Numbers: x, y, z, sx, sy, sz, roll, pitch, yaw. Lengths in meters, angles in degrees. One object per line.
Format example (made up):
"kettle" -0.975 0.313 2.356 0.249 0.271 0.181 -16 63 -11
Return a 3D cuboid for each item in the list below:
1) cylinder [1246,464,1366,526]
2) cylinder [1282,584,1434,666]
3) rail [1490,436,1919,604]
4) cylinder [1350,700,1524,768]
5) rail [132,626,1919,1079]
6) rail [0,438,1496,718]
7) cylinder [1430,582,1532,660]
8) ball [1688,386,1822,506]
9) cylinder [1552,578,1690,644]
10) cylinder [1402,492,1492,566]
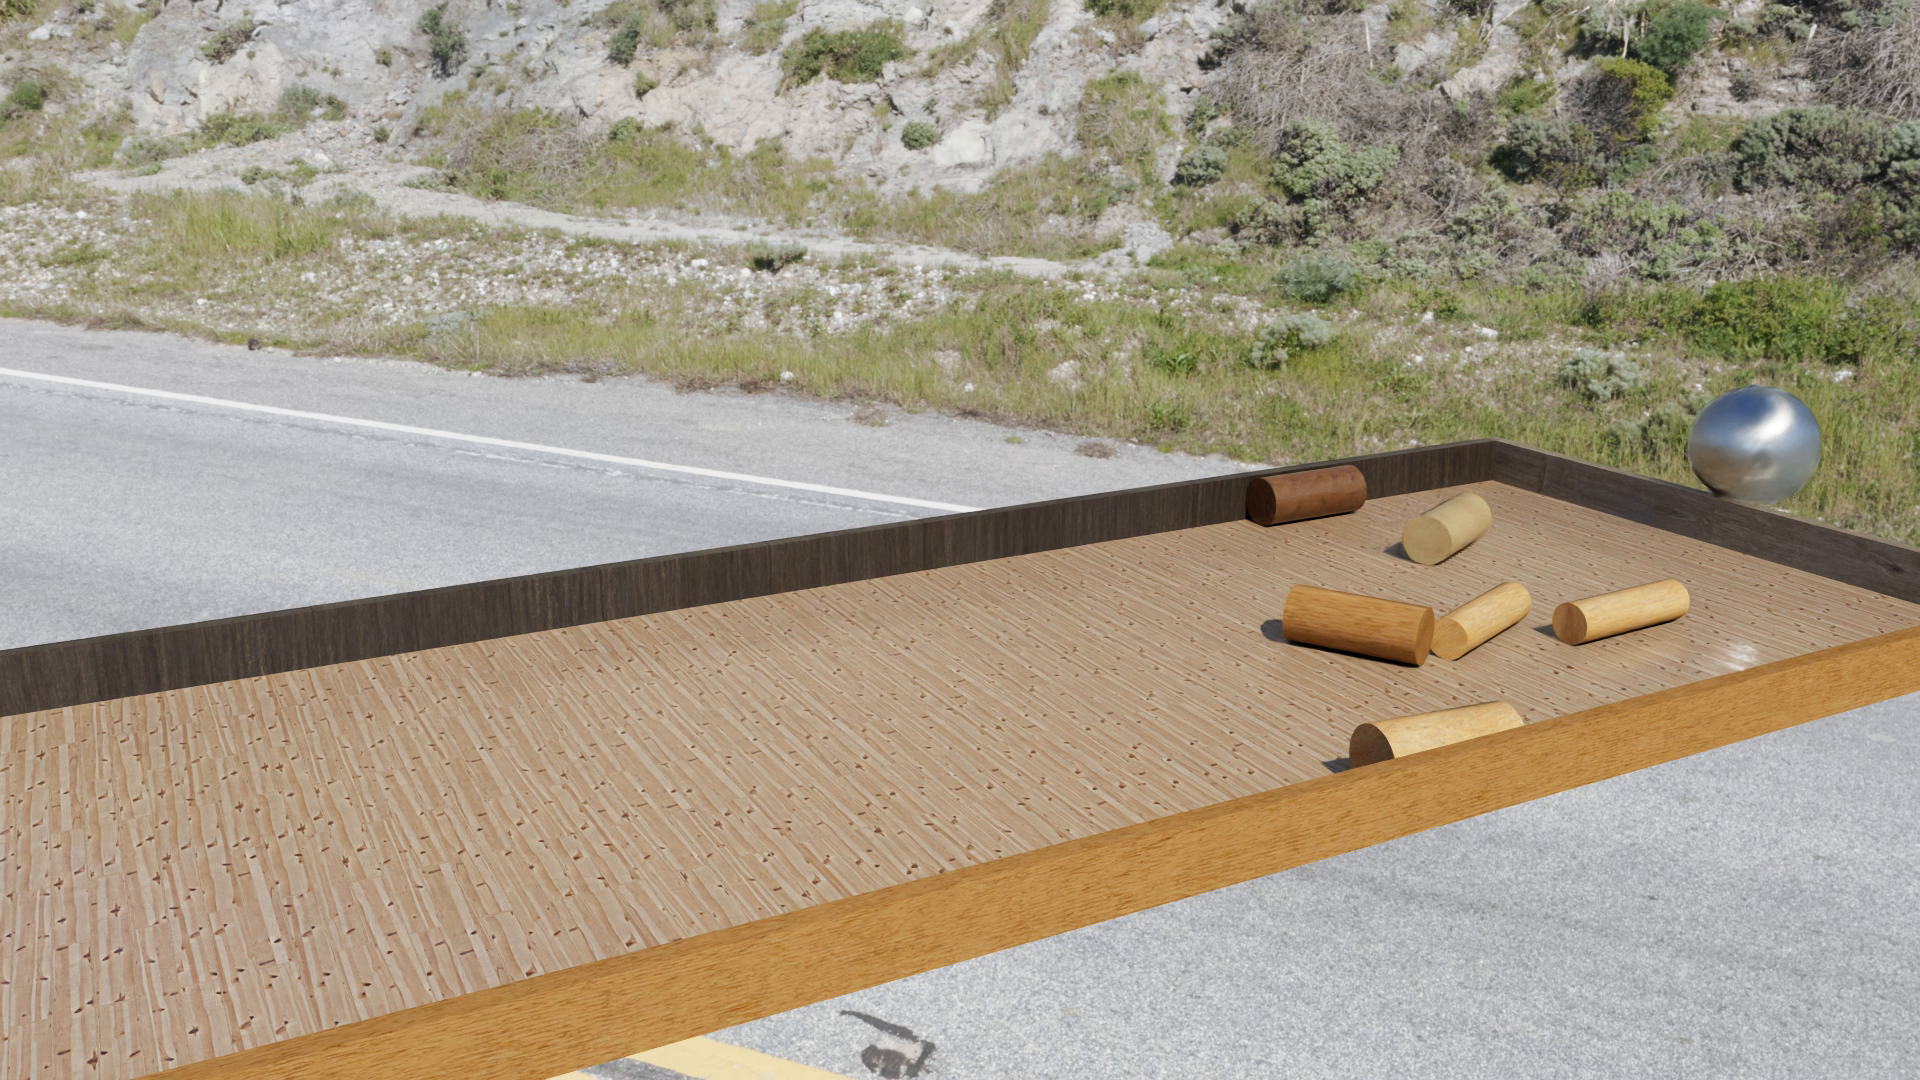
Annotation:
"cylinder" 1.174 -0.153 5.588 0.388 0.161 0.161 -9 18 -27
"cylinder" 1.045 0.221 4.331 0.357 0.154 0.154 10 19 31
"rail" 2.466 -0.048 5.253 0.050 0.150 2.100 -9 18 -27
"cylinder" 1.025 0.450 3.530 0.339 0.166 0.166 -6 18 -21
"rail" -2.336 1.006 1.665 12.000 0.150 0.050 -9 18 -27
"rail" -3.305 0.497 3.399 12.000 0.150 0.050 -9 18 -27
"cylinder" 1.398 0.213 4.430 0.113 0.113 0.407 14 21 39
"ball" 2.566 -0.302 5.330 0.394 0.394 0.394 0 16 0
"cylinder" 1.802 0.194 4.493 0.416 0.114 0.114 -9 19 -29
"cylinder" 1.540 -0.038 5.209 0.155 0.155 0.354 12 20 35
